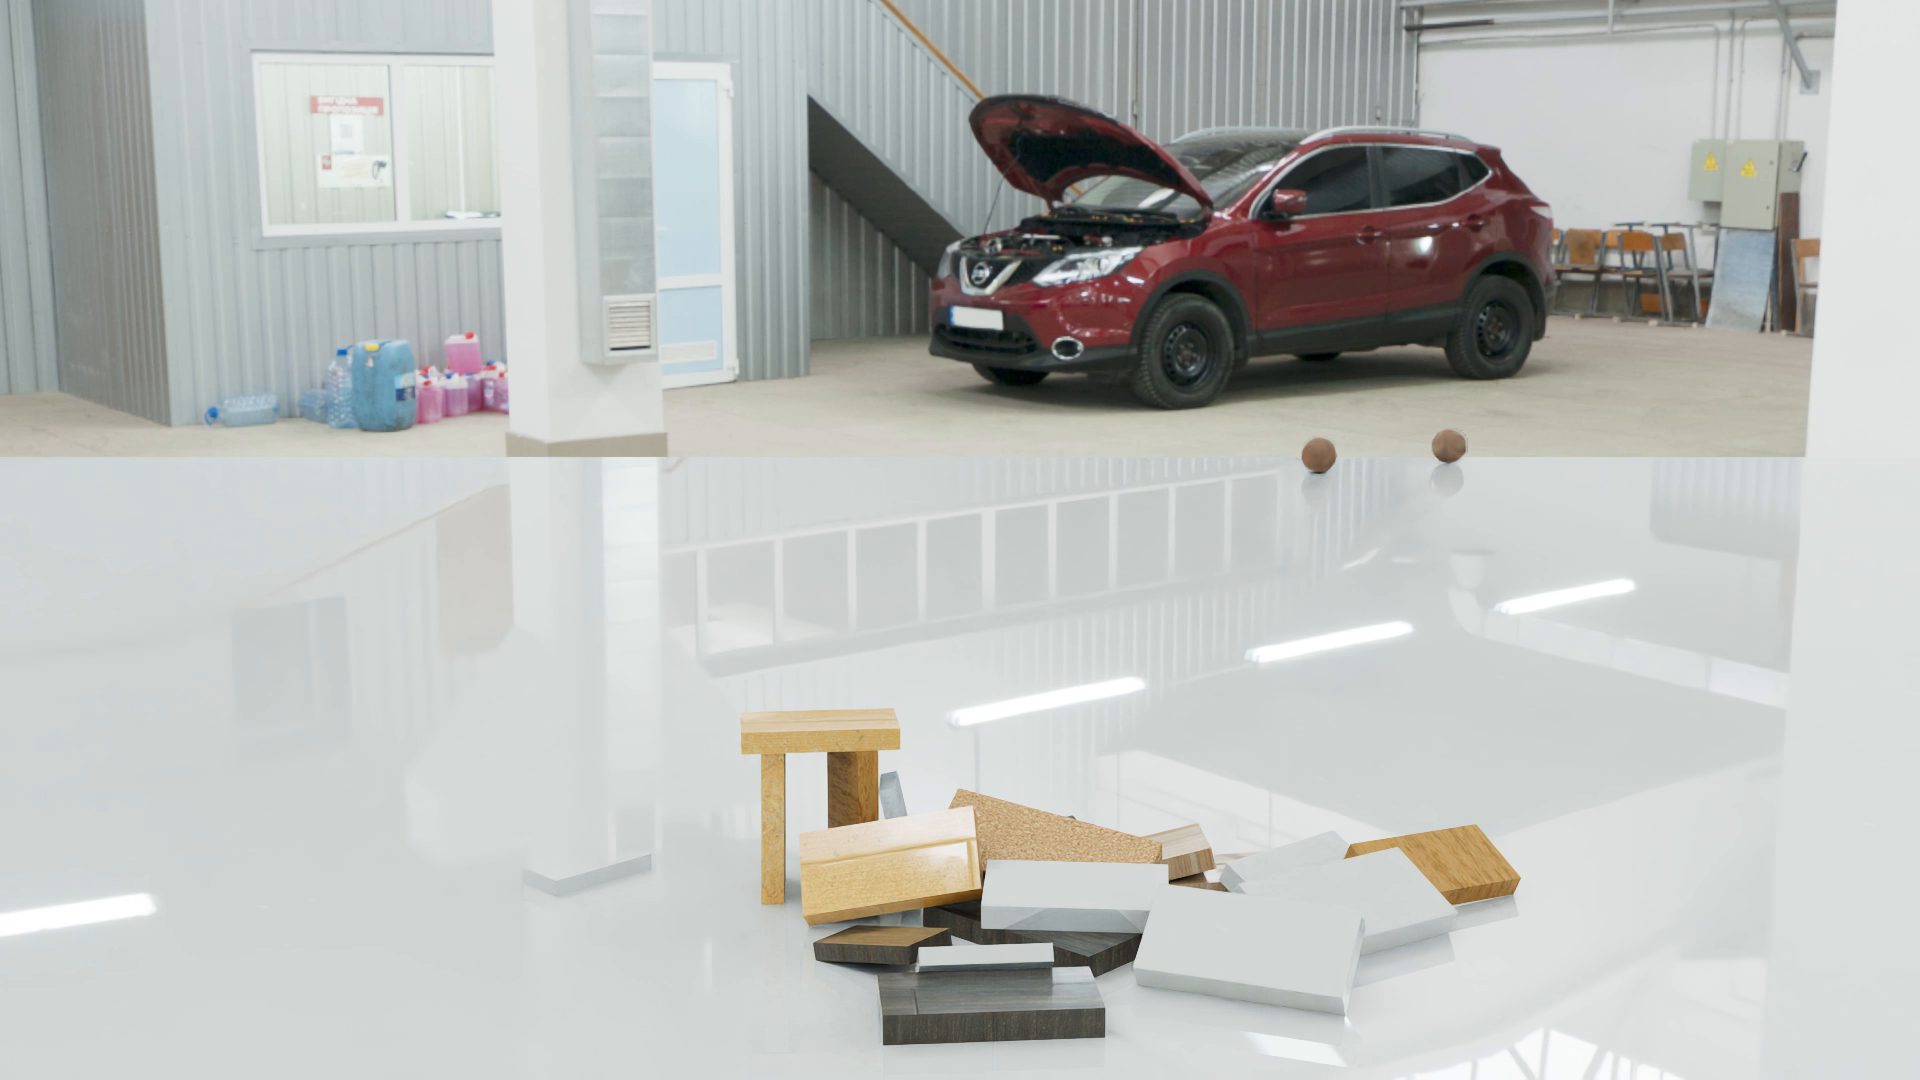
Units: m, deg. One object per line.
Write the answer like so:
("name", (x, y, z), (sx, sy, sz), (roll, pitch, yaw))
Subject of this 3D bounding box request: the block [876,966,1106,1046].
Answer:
("block", (0.041, 0.665, 3.145), (0.312, 0.044, 0.156), (-1, 11, -5))

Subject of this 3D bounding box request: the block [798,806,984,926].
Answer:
("block", (-0.111, 0.522, 3.527), (0.288, 0.144, 0.041), (-10, -33, 6))

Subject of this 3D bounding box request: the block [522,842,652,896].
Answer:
("block", (-0.635, 0.560, 3.753), (0.098, 0.028, 0.196), (10, 15, 44))

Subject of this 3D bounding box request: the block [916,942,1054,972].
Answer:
("block", (0.035, 0.627, 3.242), (0.196, 0.028, 0.098), (-1, -29, -5))

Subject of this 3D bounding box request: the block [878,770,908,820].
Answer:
("block", (-0.098, 0.492, 3.651), (0.028, 0.197, 0.099), (-12, 10, 3))

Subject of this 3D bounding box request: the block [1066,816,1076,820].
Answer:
("block", (0.110, 0.515, 3.690), (0.197, 0.028, 0.099), (-15, 11, -8))

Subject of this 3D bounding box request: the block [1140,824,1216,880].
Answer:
("block", (0.284, 0.541, 3.667), (0.264, 0.037, 0.132), (-14, 11, -1))

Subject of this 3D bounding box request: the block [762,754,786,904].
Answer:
("block", (-0.310, 0.461, 3.657), (0.037, 0.258, 0.129), (0, 10, -3))

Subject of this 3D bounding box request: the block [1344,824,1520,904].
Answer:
("block", (0.782, 0.545, 3.643), (0.265, 0.037, 0.132), (-4, 38, -27))

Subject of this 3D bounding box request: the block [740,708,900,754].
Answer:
("block", (-0.233, 0.315, 3.632), (0.258, 0.037, 0.129), (-1, 11, -7))

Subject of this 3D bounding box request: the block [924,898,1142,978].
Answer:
("block", (0.111, 0.612, 3.450), (0.341, 0.037, 0.132), (9, 14, 42))

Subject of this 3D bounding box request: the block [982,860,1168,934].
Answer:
("block", (0.182, 0.559, 3.451), (0.288, 0.041, 0.144), (1, 21, 5))

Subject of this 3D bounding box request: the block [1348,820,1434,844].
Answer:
("block", (0.745, 0.547, 3.800), (0.132, 0.037, 0.265), (9, 14, 40))

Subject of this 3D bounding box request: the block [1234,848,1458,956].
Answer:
("block", (0.602, 0.577, 3.442), (0.333, 0.044, 0.156), (-7, 39, -32))

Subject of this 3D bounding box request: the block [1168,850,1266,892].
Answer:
("block", (0.457, 0.567, 3.692), (0.264, 0.037, 0.132), (-3, 11, -14))

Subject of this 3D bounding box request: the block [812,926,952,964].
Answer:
("block", (-0.118, 0.615, 3.347), (0.196, 0.028, 0.098), (-7, 4, 41))

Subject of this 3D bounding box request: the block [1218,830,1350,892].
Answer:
("block", (0.562, 0.557, 3.593), (0.264, 0.037, 0.132), (-9, 41, -40))

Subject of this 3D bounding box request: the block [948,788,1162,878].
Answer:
("block", (0.138, 0.517, 3.598), (0.358, 0.041, 0.144), (13, 49, 18))

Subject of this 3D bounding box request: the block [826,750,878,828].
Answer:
("block", (-0.178, 0.462, 3.652), (0.037, 0.258, 0.129), (-5, 12, -26))

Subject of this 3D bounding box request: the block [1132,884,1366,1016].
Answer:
("block", (0.429, 0.603, 3.255), (0.312, 0.044, 0.156), (4, 46, 21))
